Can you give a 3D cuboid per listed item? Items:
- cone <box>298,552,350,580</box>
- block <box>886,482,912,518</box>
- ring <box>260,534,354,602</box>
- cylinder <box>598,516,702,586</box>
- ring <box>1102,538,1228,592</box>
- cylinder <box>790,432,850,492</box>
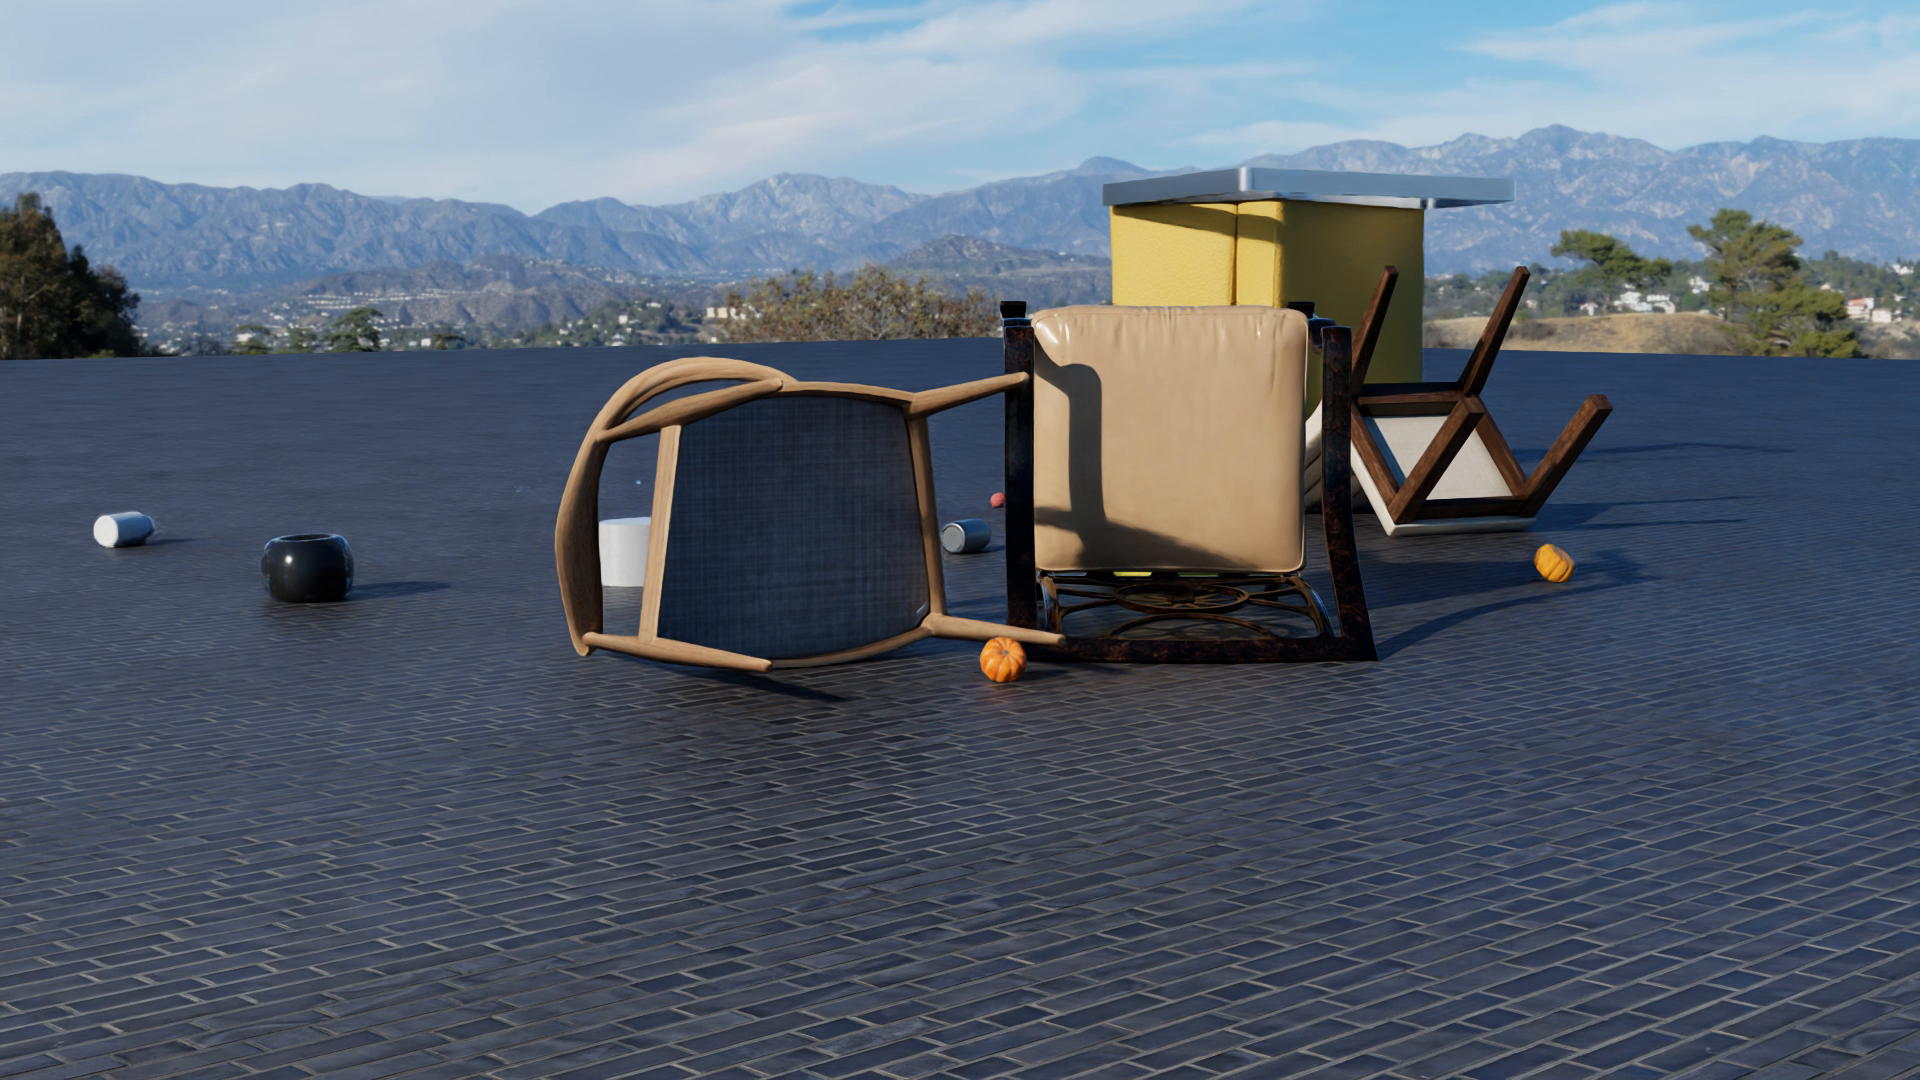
[{"bbox_3d":[-1.382,0.068,5.610,0.108,0.061,0.107,15,0,-28],"label":"cone"},{"bbox_3d":[-0.166,-0.112,7.038,0.048,0.094,0.066,2,6,22],"label":"block"},{"bbox_3d":[-1.337,0.057,5.258,0.186,0.127,0.244,-3,5,-10],"label":"ring"},{"bbox_3d":[-0.668,0.024,5.540,0.232,0.132,0.159,-4,7,-34],"label":"cylinder"},{"bbox_3d":[0.436,0.052,5.466,0.271,0.092,0.379,1,5,7],"label":"ring"},{"bbox_3d":[-0.429,-0.240,7.899,0.181,0.172,0.185,1,6,-2],"label":"cylinder"}]
